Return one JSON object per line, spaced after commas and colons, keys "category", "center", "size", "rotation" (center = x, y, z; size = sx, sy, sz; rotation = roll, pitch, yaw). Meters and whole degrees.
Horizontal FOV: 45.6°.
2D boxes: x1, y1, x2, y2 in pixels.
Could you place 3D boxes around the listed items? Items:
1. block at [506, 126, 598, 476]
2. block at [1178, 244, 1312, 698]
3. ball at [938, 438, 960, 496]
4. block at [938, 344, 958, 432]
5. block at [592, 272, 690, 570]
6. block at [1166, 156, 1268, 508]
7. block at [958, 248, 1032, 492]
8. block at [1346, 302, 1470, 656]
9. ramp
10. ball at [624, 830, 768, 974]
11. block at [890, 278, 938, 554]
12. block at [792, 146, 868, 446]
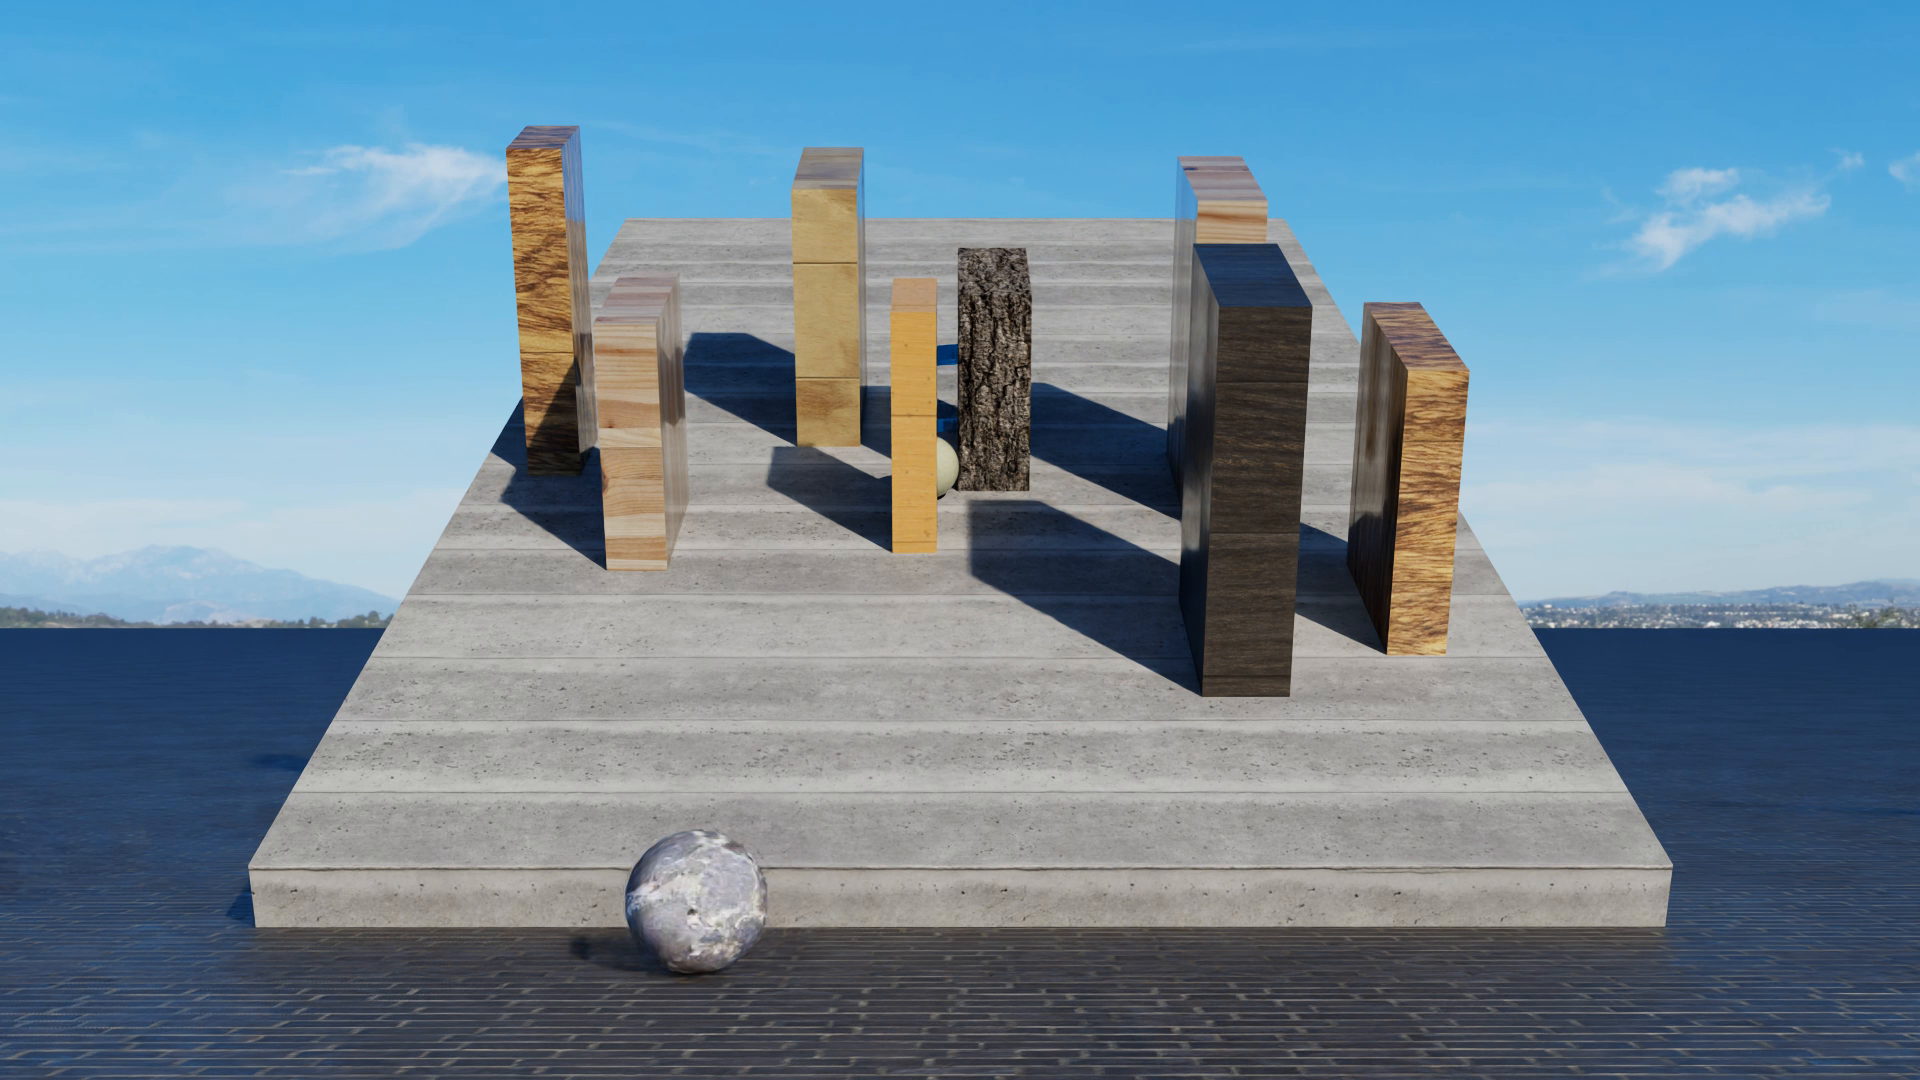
{"category": "block", "center": [-0.840, -0.495, 4.724], "size": [0.109, 0.681, 0.242], "rotation": [0, 21, 0]}
{"category": "block", "center": [0.466, -0.123, 3.796], "size": [0.143, 0.657, 0.406], "rotation": [0, 21, 0]}
{"category": "ball", "center": [-0.066, -0.147, 4.592], "size": [0.129, 0.129, 0.129], "rotation": [0, -2, 0]}
{"category": "block", "center": [-0.035, -0.337, 5.053], "size": [0.152, 0.152, 0.152], "rotation": [-6, 22, -15]}
{"category": "block", "center": [-0.600, -0.232, 4.330], "size": [0.112, 0.473, 0.380], "rotation": [0, 21, 0]}
{"category": "block", "center": [0.507, -0.406, 4.556], "size": [0.131, 0.641, 0.418], "rotation": [0, 21, 0]}
{"category": "block", "center": [0.068, -0.361, 4.758], "size": [0.145, 0.411, 0.393], "rotation": [0, 21, 0]}
{"category": "block", "center": [0.776, -0.116, 3.991], "size": [0.100, 0.504, 0.427], "rotation": [0, 21, 0]}
{"category": "ramp", "center": [-0.006, -0.215, 5.088], "size": [2.000, 0.100, 4.000], "rotation": [0, 21, 0]}
{"category": "ball", "center": [-0.324, 0.446, 2.811], "size": [0.176, 0.176, 0.176], "rotation": [0, -2, 0]}
{"category": "block", "center": [-0.086, -0.239, 4.355], "size": [0.084, 0.471, 0.248], "rotation": [0, 21, 0]}
{"category": "block", "center": [-0.282, -0.541, 5.016], "size": [0.135, 0.560, 0.441], "rotation": [0, 21, 0]}
